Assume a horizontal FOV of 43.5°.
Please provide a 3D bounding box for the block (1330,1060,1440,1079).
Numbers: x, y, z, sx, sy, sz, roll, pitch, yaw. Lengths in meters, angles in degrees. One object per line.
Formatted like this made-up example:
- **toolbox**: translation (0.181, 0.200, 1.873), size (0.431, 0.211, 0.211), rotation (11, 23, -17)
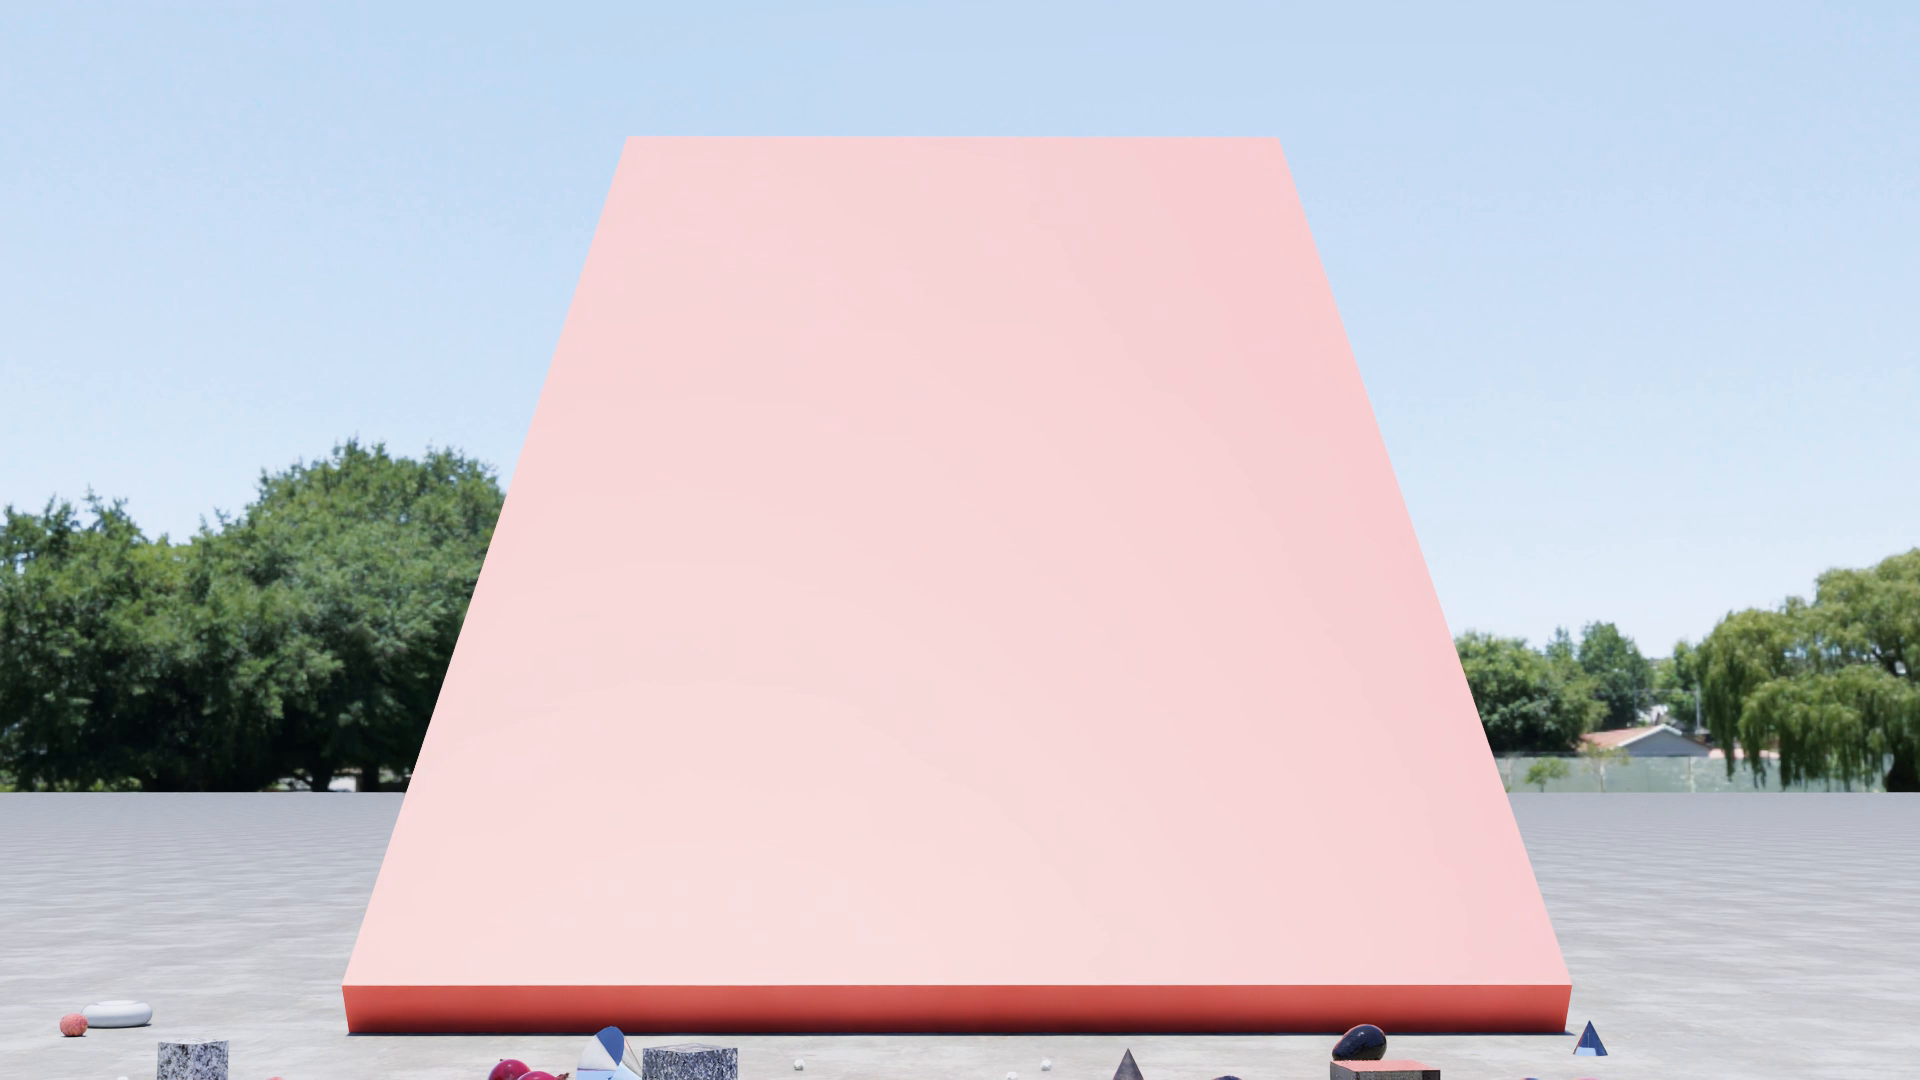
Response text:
- **block**: translation (0.470, 0.629, 2.658), size (0.096, 0.096, 0.096), rotation (1, -6, -8)

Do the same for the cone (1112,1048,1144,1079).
- **cone**: translation (0.201, 0.652, 2.869), size (0.093, 0.093, 0.093), rotation (0, -6, 0)

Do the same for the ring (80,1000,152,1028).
- **ring**: translation (-1.428, 0.803, 4.073), size (0.116, 0.039, 0.116), rotation (0, -4, 0)

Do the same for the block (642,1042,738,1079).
- **block**: translation (-0.332, 0.667, 2.961), size (0.082, 0.082, 0.082), rotation (-5, -8, 42)

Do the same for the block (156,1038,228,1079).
- **block**: translation (-1.026, 0.702, 3.217), size (0.064, 0.064, 0.064), rotation (-3, -7, 27)

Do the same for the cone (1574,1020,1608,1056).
- **cone**: translation (0.952, 0.751, 3.637), size (0.052, 0.052, 0.052), rotation (0, -6, 0)

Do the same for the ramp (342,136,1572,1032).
- **ramp**: translation (-0.013, -0.214, 5.678), size (2.000, 0.100, 4.000), rotation (0, 29, 0)
